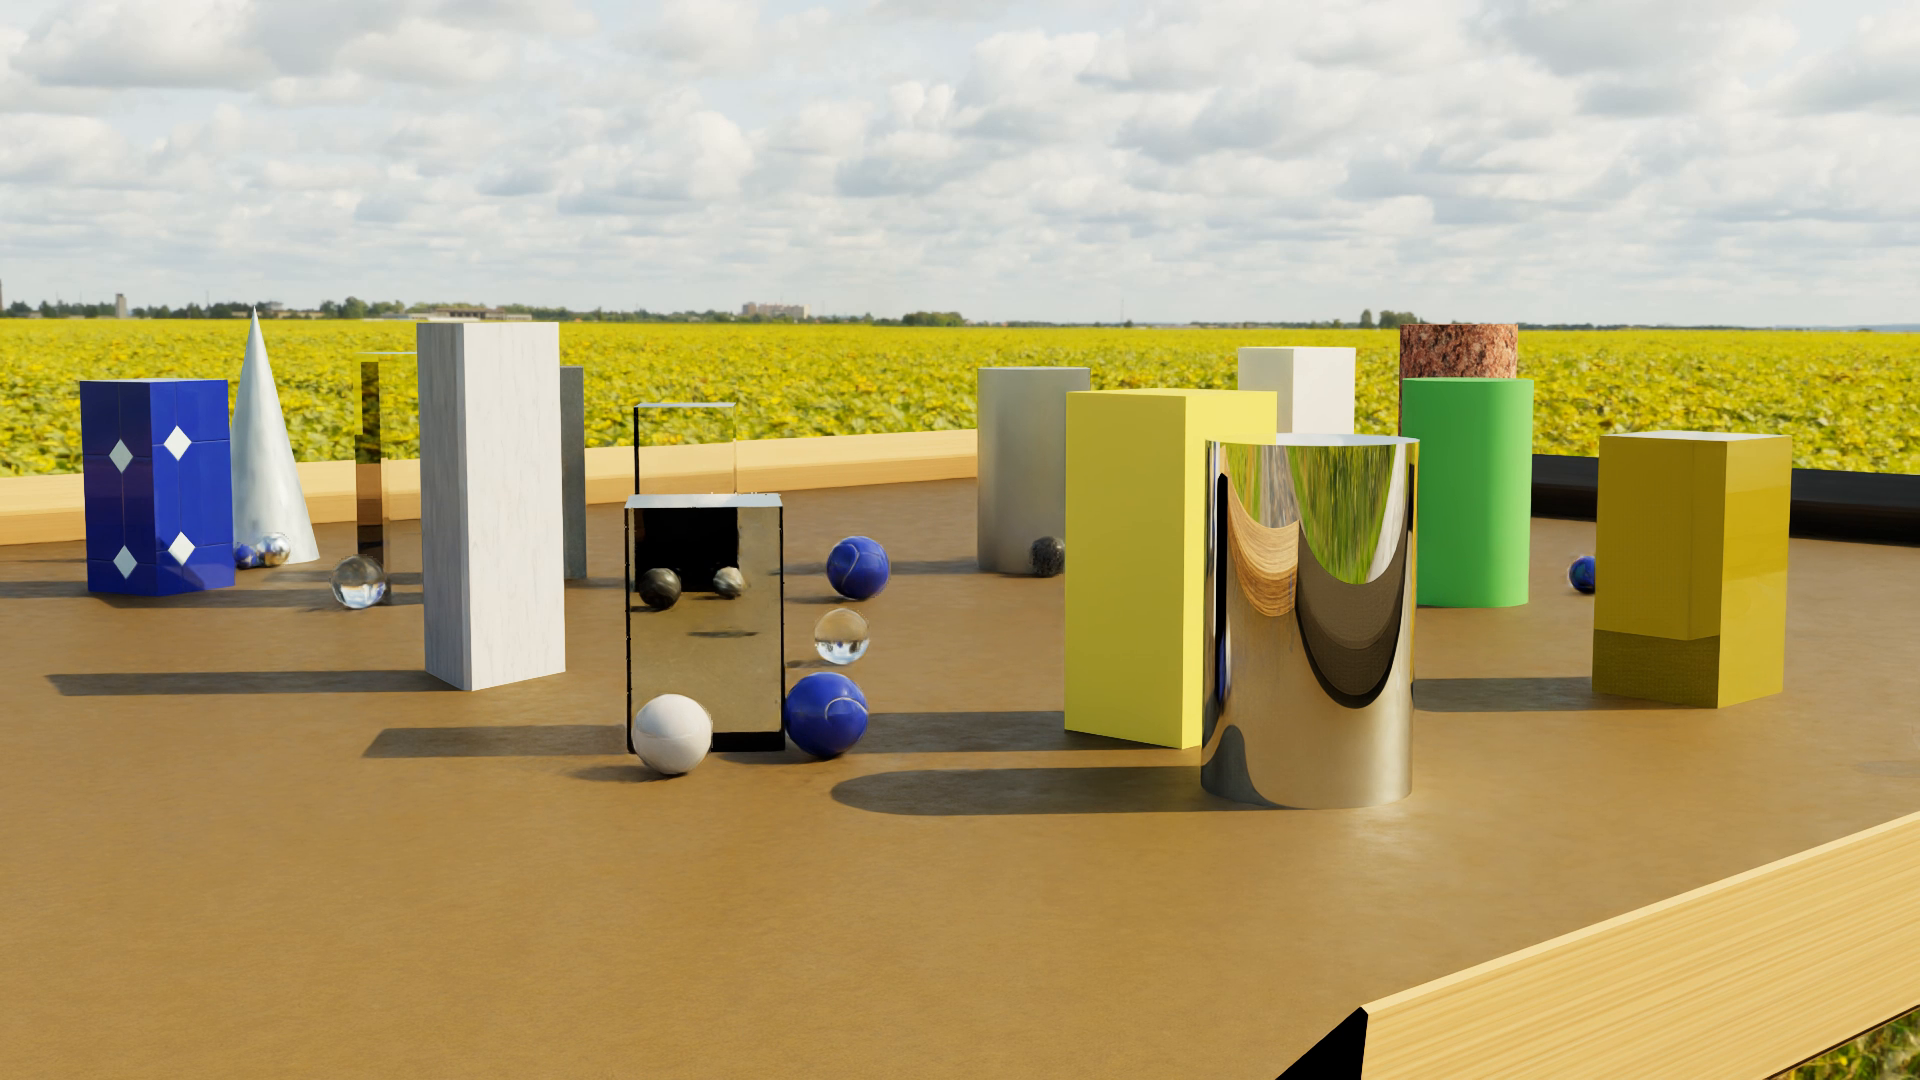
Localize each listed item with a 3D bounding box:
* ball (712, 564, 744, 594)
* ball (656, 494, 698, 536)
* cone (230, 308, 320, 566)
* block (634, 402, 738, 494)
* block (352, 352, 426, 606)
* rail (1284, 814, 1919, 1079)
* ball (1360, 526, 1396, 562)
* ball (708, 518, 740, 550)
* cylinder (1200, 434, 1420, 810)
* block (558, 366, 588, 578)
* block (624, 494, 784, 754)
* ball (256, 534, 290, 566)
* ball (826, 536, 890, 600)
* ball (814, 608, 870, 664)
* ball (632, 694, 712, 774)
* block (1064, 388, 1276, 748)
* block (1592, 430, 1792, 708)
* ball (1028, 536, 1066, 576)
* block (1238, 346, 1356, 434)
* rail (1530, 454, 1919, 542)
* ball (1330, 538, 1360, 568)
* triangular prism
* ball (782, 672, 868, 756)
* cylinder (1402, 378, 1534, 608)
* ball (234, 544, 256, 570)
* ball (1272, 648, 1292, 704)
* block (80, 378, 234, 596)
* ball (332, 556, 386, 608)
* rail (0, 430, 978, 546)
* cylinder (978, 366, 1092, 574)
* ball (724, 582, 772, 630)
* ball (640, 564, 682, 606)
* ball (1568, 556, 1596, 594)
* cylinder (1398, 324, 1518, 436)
[{"bbox_3d":[-0.365,0.061,3.459,0.048,0.048,0.048,0,6,0],"label":"ball"},{"bbox_3d":[-0.560,-0.048,4.338,0.082,0.082,0.082,0,6,0],"label":"ball"},{"bbox_3d":[-1.250,-0.191,3.919,0.196,0.454,0.196,0,6,0],"label":"cone"},{"bbox_3d":[-0.446,-0.075,3.593,0.157,0.291,0.157,0,6,-4],"label":"block"},{"bbox_3d":[-0.834,-0.100,3.407,0.157,0.379,0.157,-4,7,-33],"label":"block"},{"bbox_3d":[1.235,0.172,2.001,3.937,0.128,0.045,-5,8,-42],"label":"rail"},{"bbox_3d":[0.741,0.007,3.906,0.063,0.063,0.063,0,6,0],"label":"ball"},{"bbox_3d":[-0.440,-0.011,4.086,0.060,0.060,0.060,0,6,0],"label":"ball"},{"bbox_3d":[0.325,0.069,2.048,0.196,0.326,0.196,0,6,0],"label":"cylinder"},{"bbox_3d":[-0.711,-0.117,3.706,0.157,0.350,0.157,-1,6,-9],"label":"block"},{"bbox_3d":[-0.264,0.083,2.284,0.157,0.249,0.157,-1,6,-6],"label":"block"},{"bbox_3d":[-1.194,0.018,3.822,0.058,0.058,0.058,0,6,0],"label":"ball"},{"bbox_3d":[-0.157,0.043,3.393,0.098,0.098,0.098,0,6,0],"label":"ball"},{"bbox_3d":[-0.149,0.122,2.771,0.070,0.070,0.070,0,6,0],"label":"ball"},{"bbox_3d":[-0.277,0.187,2.116,0.077,0.077,0.077,0,6,0],"label":"ball"},{"bbox_3d":[0.223,0.023,2.330,0.157,0.359,0.157,6,8,43],"label":"block"},{"bbox_3d":[0.851,0.028,2.559,0.157,0.300,0.157,-6,8,-44],"label":"block"},{"bbox_3d":[0.149,0.027,3.691,0.067,0.067,0.067,0,6,0],"label":"ball"},{"bbox_3d":[0.644,-0.183,4.230,0.157,0.373,0.157,-4,7,-34],"label":"block"},{"bbox_3d":[1.429,-0.104,4.643,0.045,0.128,3.689,-5,8,-42],"label":"rail"},{"bbox_3d":[0.667,0.023,3.802,0.052,0.052,0.052,0,6,0],"label":"ball"},{"bbox_3d":[-0.597,-0.048,2.667,0.147,0.429,0.170,4,7,31],"label":"triangular prism"},{"bbox_3d":[-0.135,0.174,2.201,0.085,0.085,0.085,0,6,0],"label":"ball"},{"bbox_3d":[0.777,-0.077,3.380,0.196,0.339,0.196,0,6,0],"label":"cylinder"},{"bbox_3d":[-1.232,0.030,3.782,0.043,0.043,0.043,0,6,0],"label":"ball"},{"bbox_3d":[0.340,0.152,2.483,0.069,0.069,0.069,0,6,0],"label":"ball"},{"bbox_3d":[-1.281,-0.088,3.514,0.157,0.334,0.157,3,7,28],"label":"block"},{"bbox_3d":[-0.900,0.063,3.290,0.078,0.078,0.078,0,6,0],"label":"ball"},{"bbox_3d":[-1.235,-0.106,4.663,3.937,0.128,0.045,-5,8,-42],"label":"rail"},{"bbox_3d":[0.128,-0.125,3.806,0.196,0.345,0.196,0,6,0],"label":"cylinder"},{"bbox_3d":[-0.298,0.091,3.079,0.067,0.067,0.067,0,6,0],"label":"ball"},{"bbox_3d":[-0.453,0.067,3.329,0.063,0.063,0.063,0,6,0],"label":"ball"},{"bbox_3d":[0.989,0.055,3.460,0.060,0.060,0.060,0,6,0],"label":"ball"},{"bbox_3d":[0.852,-0.160,3.778,0.196,0.420,0.196,0,6,0],"label":"cylinder"}]
